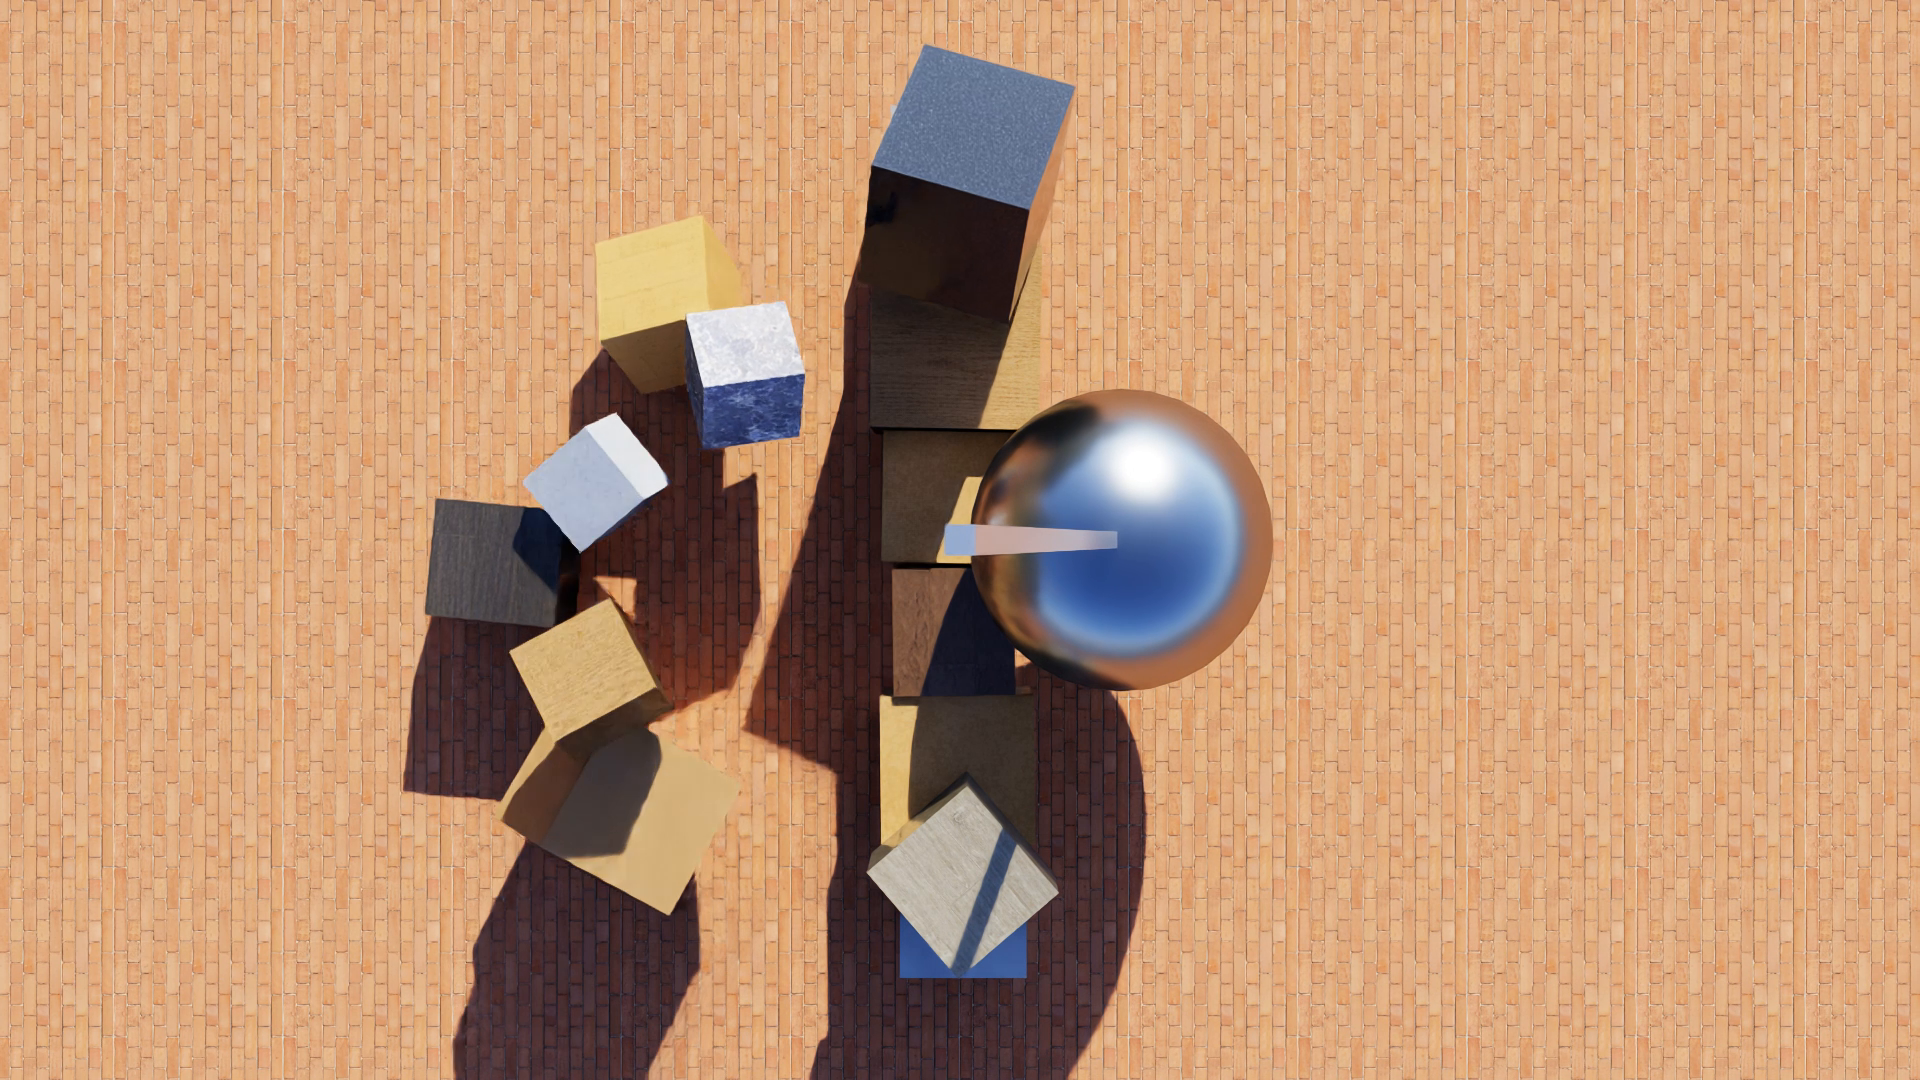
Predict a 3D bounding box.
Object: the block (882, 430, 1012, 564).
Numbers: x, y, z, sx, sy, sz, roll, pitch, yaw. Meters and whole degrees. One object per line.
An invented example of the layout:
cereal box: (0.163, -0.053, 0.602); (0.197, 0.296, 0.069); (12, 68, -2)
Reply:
block: (-0.028, -0.238, 12.621); (0.809, 0.759, 0.732); (1, 90, 0)

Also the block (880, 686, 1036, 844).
block: (-0.014, 1.281, 12.604); (0.856, 0.793, 0.831); (-1, 90, 0)

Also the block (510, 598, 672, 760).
block: (-1.944, 0.742, 11.638); (0.590, 0.518, 0.547); (-28, 74, -6)

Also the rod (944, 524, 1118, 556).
rod: (0.366, 0.000, 8.230); (0.080, 5.200, 0.080); (0, 90, 8)

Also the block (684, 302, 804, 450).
block: (-1.200, -0.907, 12.178); (0.554, 0.586, 0.504); (-9, 59, -13)

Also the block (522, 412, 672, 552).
block: (-2.018, -0.324, 12.259); (0.493, 0.498, 0.508); (-38, 93, 16)

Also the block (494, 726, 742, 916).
block: (-1.928, 1.465, 12.365); (0.874, 0.831, 0.820); (34, 78, -27)

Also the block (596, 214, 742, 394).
block: (-1.642, -1.333, 12.520); (0.649, 0.599, 0.672); (-13, 61, 11)

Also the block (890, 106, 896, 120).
block: (-0.005, -2.036, 12.661); (0.776, 0.678, 0.798); (0, 90, 0)

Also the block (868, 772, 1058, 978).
block: (0.015, 1.793, 11.871); (0.695, 0.675, 0.739); (-41, 91, 0)

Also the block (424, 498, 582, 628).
block: (-2.605, 0.128, 12.655); (0.727, 0.690, 0.658); (6, 90, 0)

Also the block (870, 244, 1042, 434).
block: (-0.023, -1.122, 12.536); (0.929, 0.927, 1.017); (1, 90, 0)

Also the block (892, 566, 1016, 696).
block: (-0.035, 0.509, 12.585); (0.675, 0.830, 0.706); (-1, 90, 0)

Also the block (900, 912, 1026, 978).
block: (0.018, 2.067, 12.607); (0.705, 0.785, 0.731); (0, 90, 0)

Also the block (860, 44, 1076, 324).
block: (0.034, -1.882, 11.659); (0.832, 0.879, 0.952); (17, 55, 4)

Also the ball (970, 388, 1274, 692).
ball: (0.846, 0.000, 11.596); (1.600, 1.600, 1.600); (0, 90, 0)
